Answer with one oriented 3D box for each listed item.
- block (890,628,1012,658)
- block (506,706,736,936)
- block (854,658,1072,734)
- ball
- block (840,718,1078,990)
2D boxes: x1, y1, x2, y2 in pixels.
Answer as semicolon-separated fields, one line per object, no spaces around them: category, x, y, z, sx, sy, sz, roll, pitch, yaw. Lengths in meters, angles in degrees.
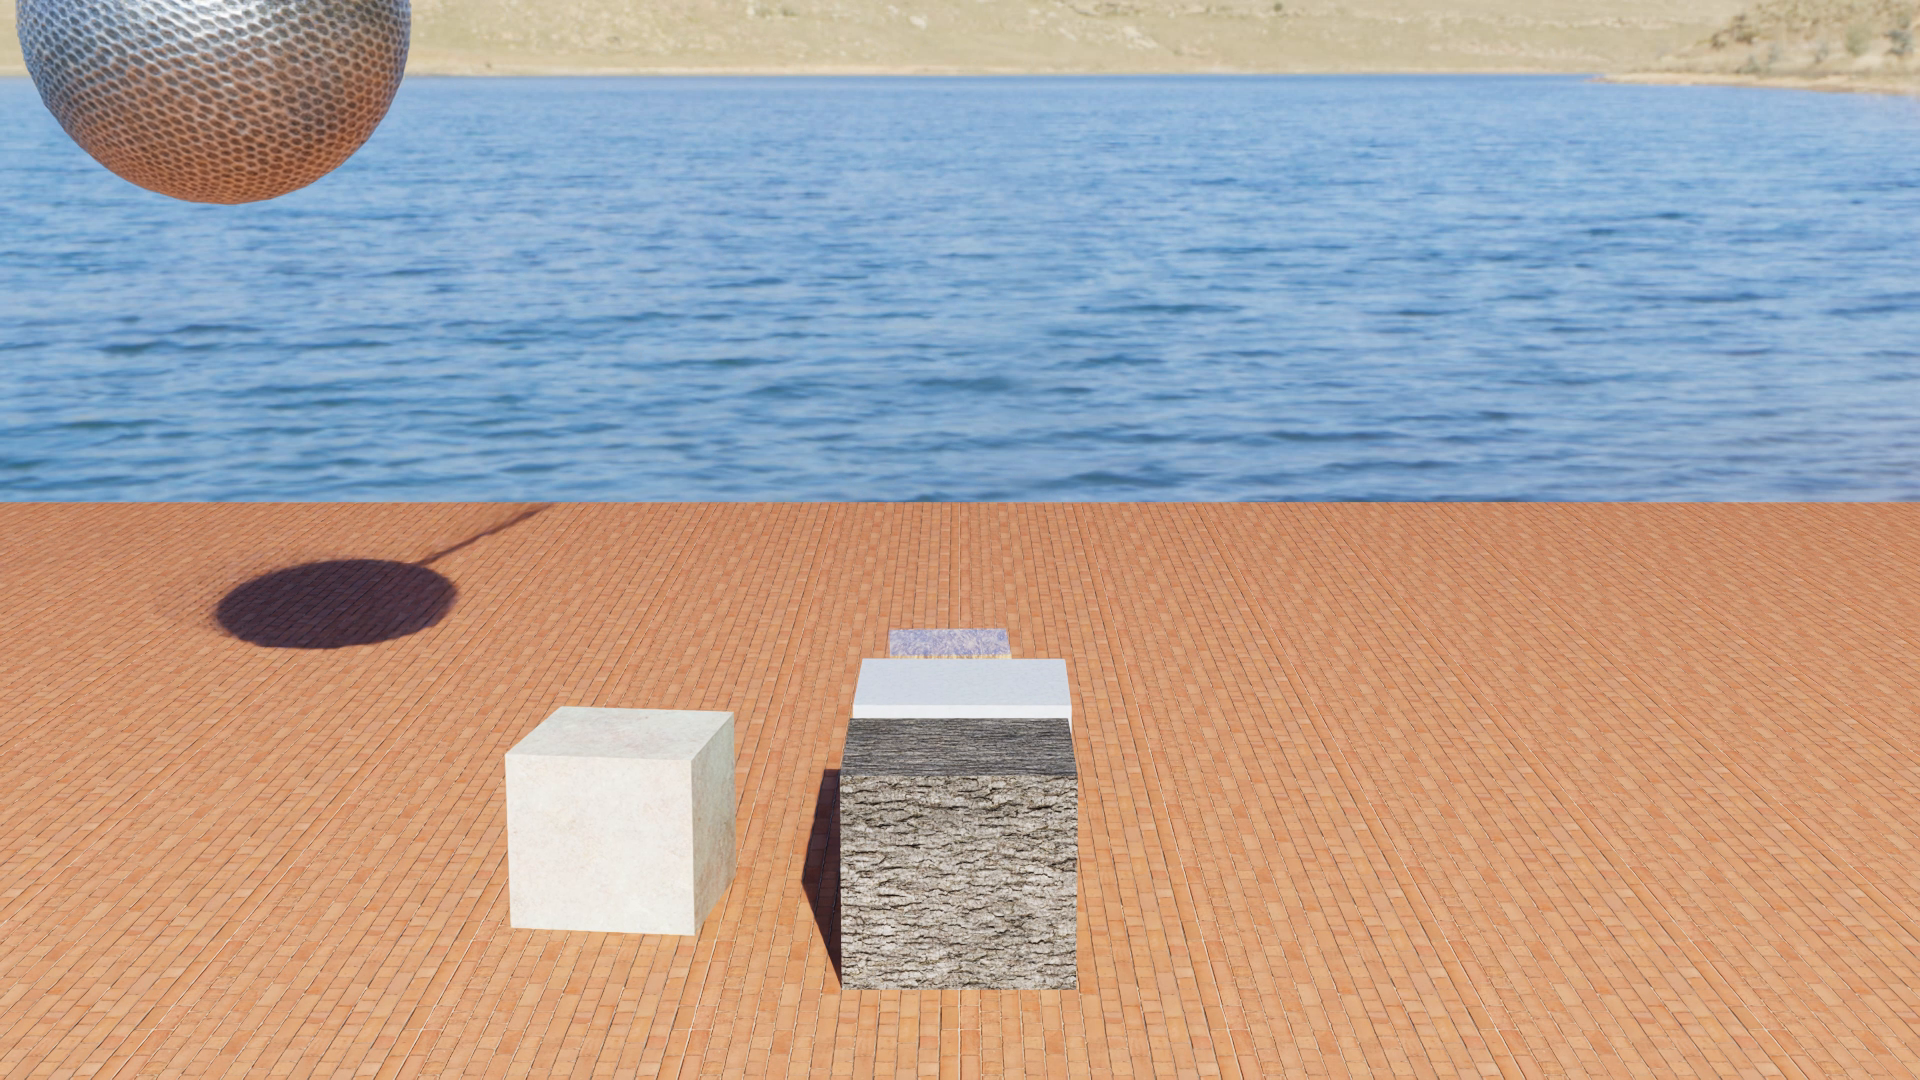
block;-0.057;0.826;13.323;0.615;0.609;0.617;0;10;-2
block;-1.431;1.184;10.969;0.781;0.746;0.815;1;10;7
block;0.013;1.060;11.195;0.910;0.910;0.867;0;10;1
ball;-3.122;-2.214;10.778;1.600;1.600;1.600;0;10;0
block;-0.004;1.244;10.326;0.911;0.858;0.899;0;10;0
